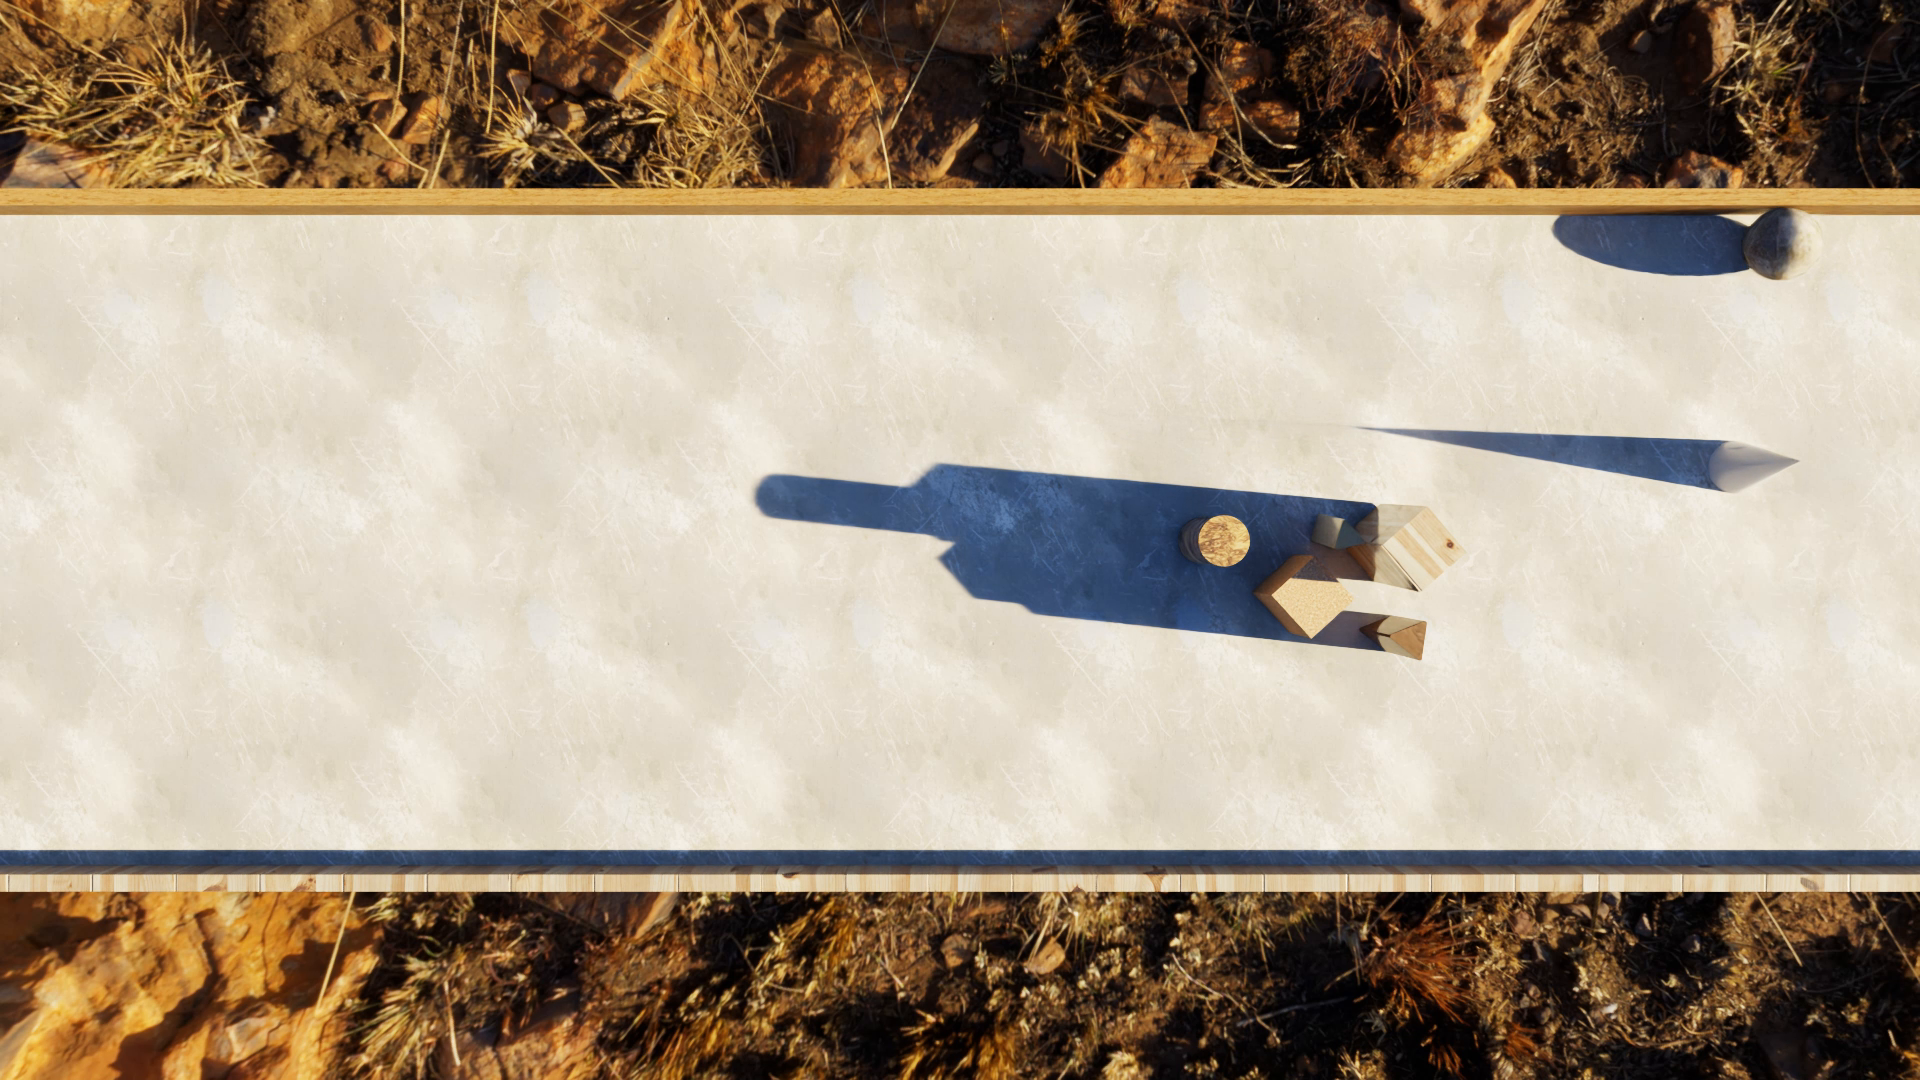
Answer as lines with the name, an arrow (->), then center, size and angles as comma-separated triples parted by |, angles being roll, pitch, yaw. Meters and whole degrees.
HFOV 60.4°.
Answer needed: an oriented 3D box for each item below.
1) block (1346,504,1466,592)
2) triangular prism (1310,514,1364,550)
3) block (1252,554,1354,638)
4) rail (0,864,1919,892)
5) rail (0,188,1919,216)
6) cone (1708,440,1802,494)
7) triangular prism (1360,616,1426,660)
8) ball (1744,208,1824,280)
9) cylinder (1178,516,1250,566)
block -> 1.291, 0.017, 4.844 | 0.171, 0.456, 0.171 | -41, 93, 0
triangular prism -> 1.114, -0.032, 4.912 | 0.089, 0.323, 0.078 | -12, 94, 0
block -> 1.018, 0.164, 4.913 | 0.170, 0.326, 0.170 | -42, 90, 0
rail -> -2.247, 1.025, 5.001 | 12.000, 0.150, 0.050 | 0, 90, 0
rail -> -2.247, -1.025, 5.002 | 12.000, 0.150, 0.050 | 0, 90, 0
cone -> 2.385, -0.224, 4.876 | 0.164, 0.401, 0.164 | 0, 90, 0
triangular prism -> 1.302, 0.271, 4.894 | 0.112, 0.366, 0.097 | 38, 90, 0
ball -> 2.479, -0.892, 4.968 | 0.217, 0.217, 0.217 | 0, 90, 0
cylinder -> 0.743, 0.002, 4.857 | 0.144, 0.440, 0.144 | 0, 90, 0
